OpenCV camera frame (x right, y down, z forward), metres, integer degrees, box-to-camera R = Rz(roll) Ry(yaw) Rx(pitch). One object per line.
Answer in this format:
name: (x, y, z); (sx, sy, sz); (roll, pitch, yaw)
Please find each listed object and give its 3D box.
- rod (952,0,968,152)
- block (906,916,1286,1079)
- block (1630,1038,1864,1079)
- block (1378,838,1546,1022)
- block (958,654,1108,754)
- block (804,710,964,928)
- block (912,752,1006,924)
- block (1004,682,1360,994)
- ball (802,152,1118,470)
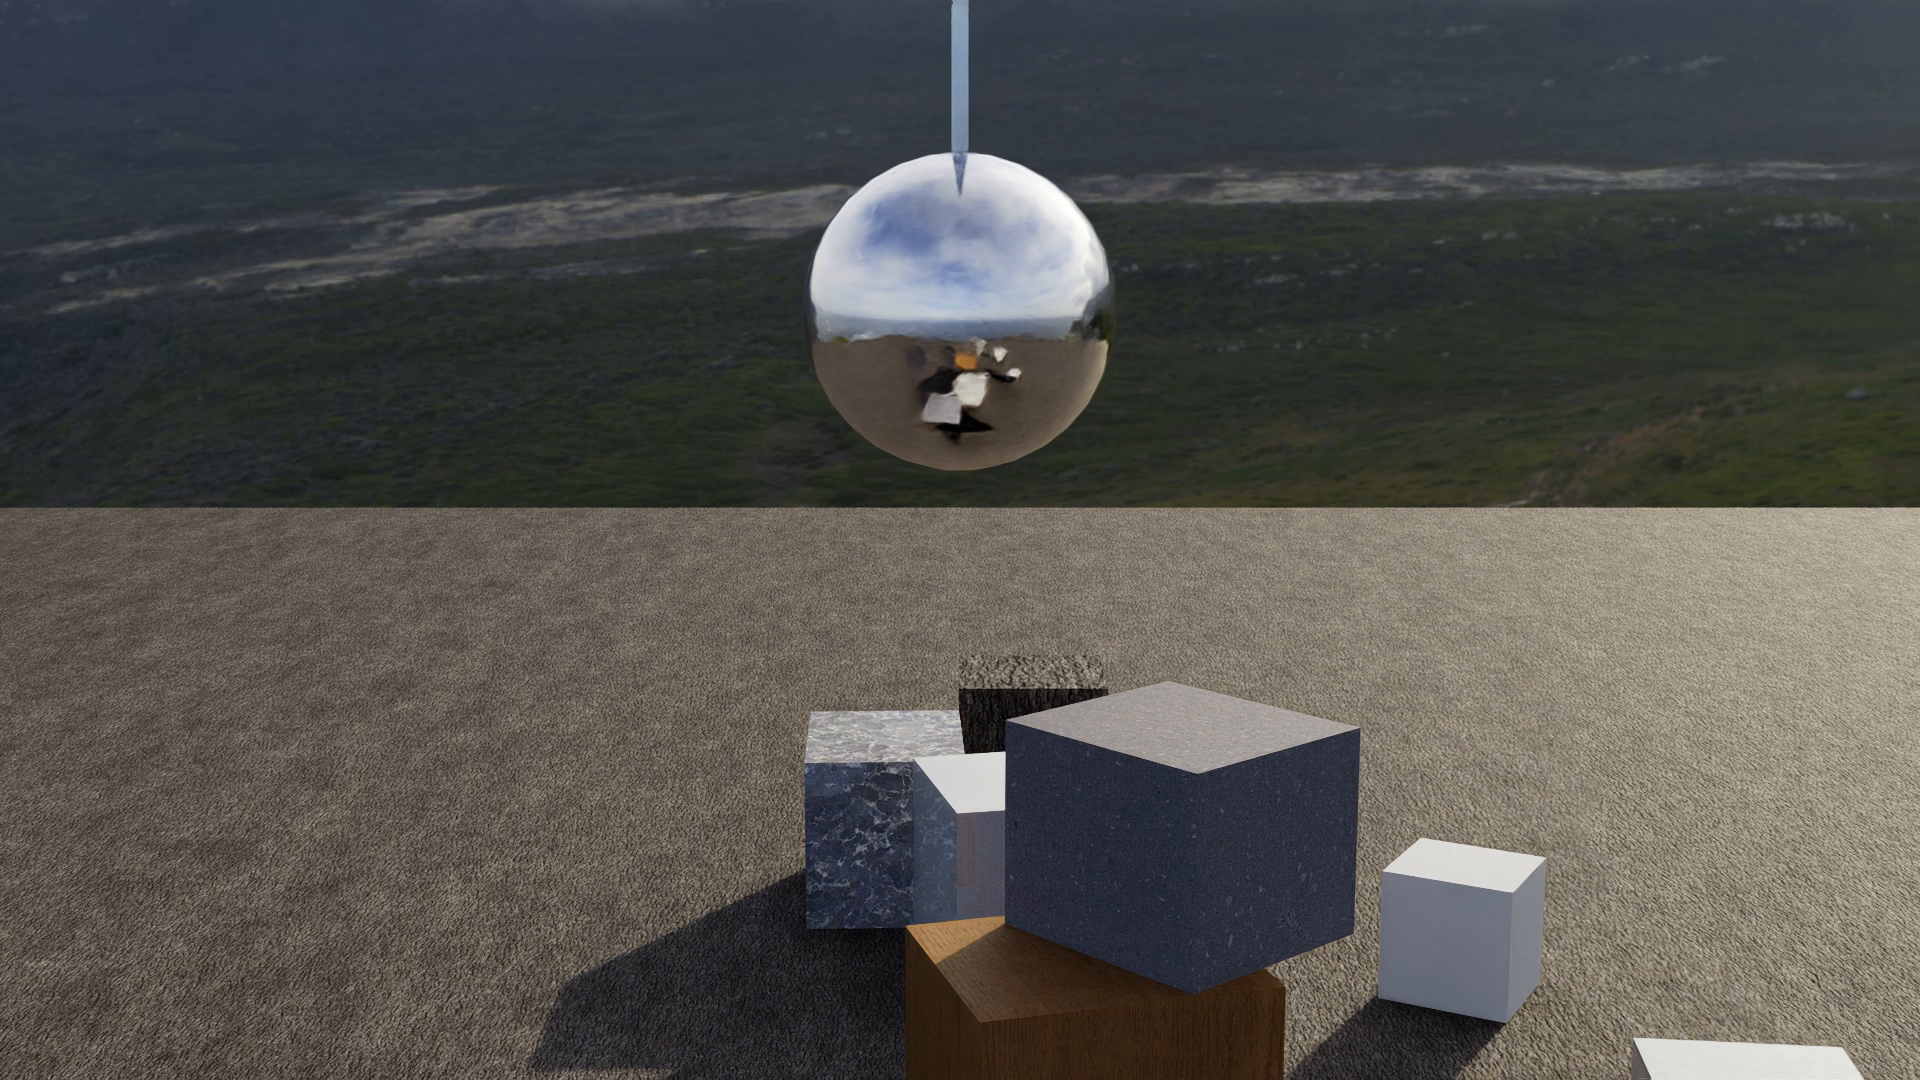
rod: (0.000, -4.481, 10.435); (0.080, 5.200, 0.080); (0, 12, 0)
block: (0.410, 1.788, 7.092); (0.981, 0.945, 0.845); (-3, 11, -16)
block: (2.459, 1.985, 6.831); (0.648, 0.651, 0.583); (1, 10, 7)
block: (2.092, 1.613, 9.154); (0.539, 0.550, 0.502); (6, 12, 29)
block: (0.366, 1.075, 11.387); (0.743, 0.812, 0.730); (0, 10, 0)
block: (-0.349, 1.291, 10.299); (0.719, 0.776, 0.892); (0, 10, -2)
block: (0.292, 1.421, 9.424); (0.824, 0.832, 0.836); (-2, 11, -13)
block: (0.718, 0.937, 7.181); (0.781, 0.696, 0.836); (-9, 14, -41)
ball: (0.000, -1.153, 11.132); (1.600, 1.600, 1.600); (0, 10, 0)
